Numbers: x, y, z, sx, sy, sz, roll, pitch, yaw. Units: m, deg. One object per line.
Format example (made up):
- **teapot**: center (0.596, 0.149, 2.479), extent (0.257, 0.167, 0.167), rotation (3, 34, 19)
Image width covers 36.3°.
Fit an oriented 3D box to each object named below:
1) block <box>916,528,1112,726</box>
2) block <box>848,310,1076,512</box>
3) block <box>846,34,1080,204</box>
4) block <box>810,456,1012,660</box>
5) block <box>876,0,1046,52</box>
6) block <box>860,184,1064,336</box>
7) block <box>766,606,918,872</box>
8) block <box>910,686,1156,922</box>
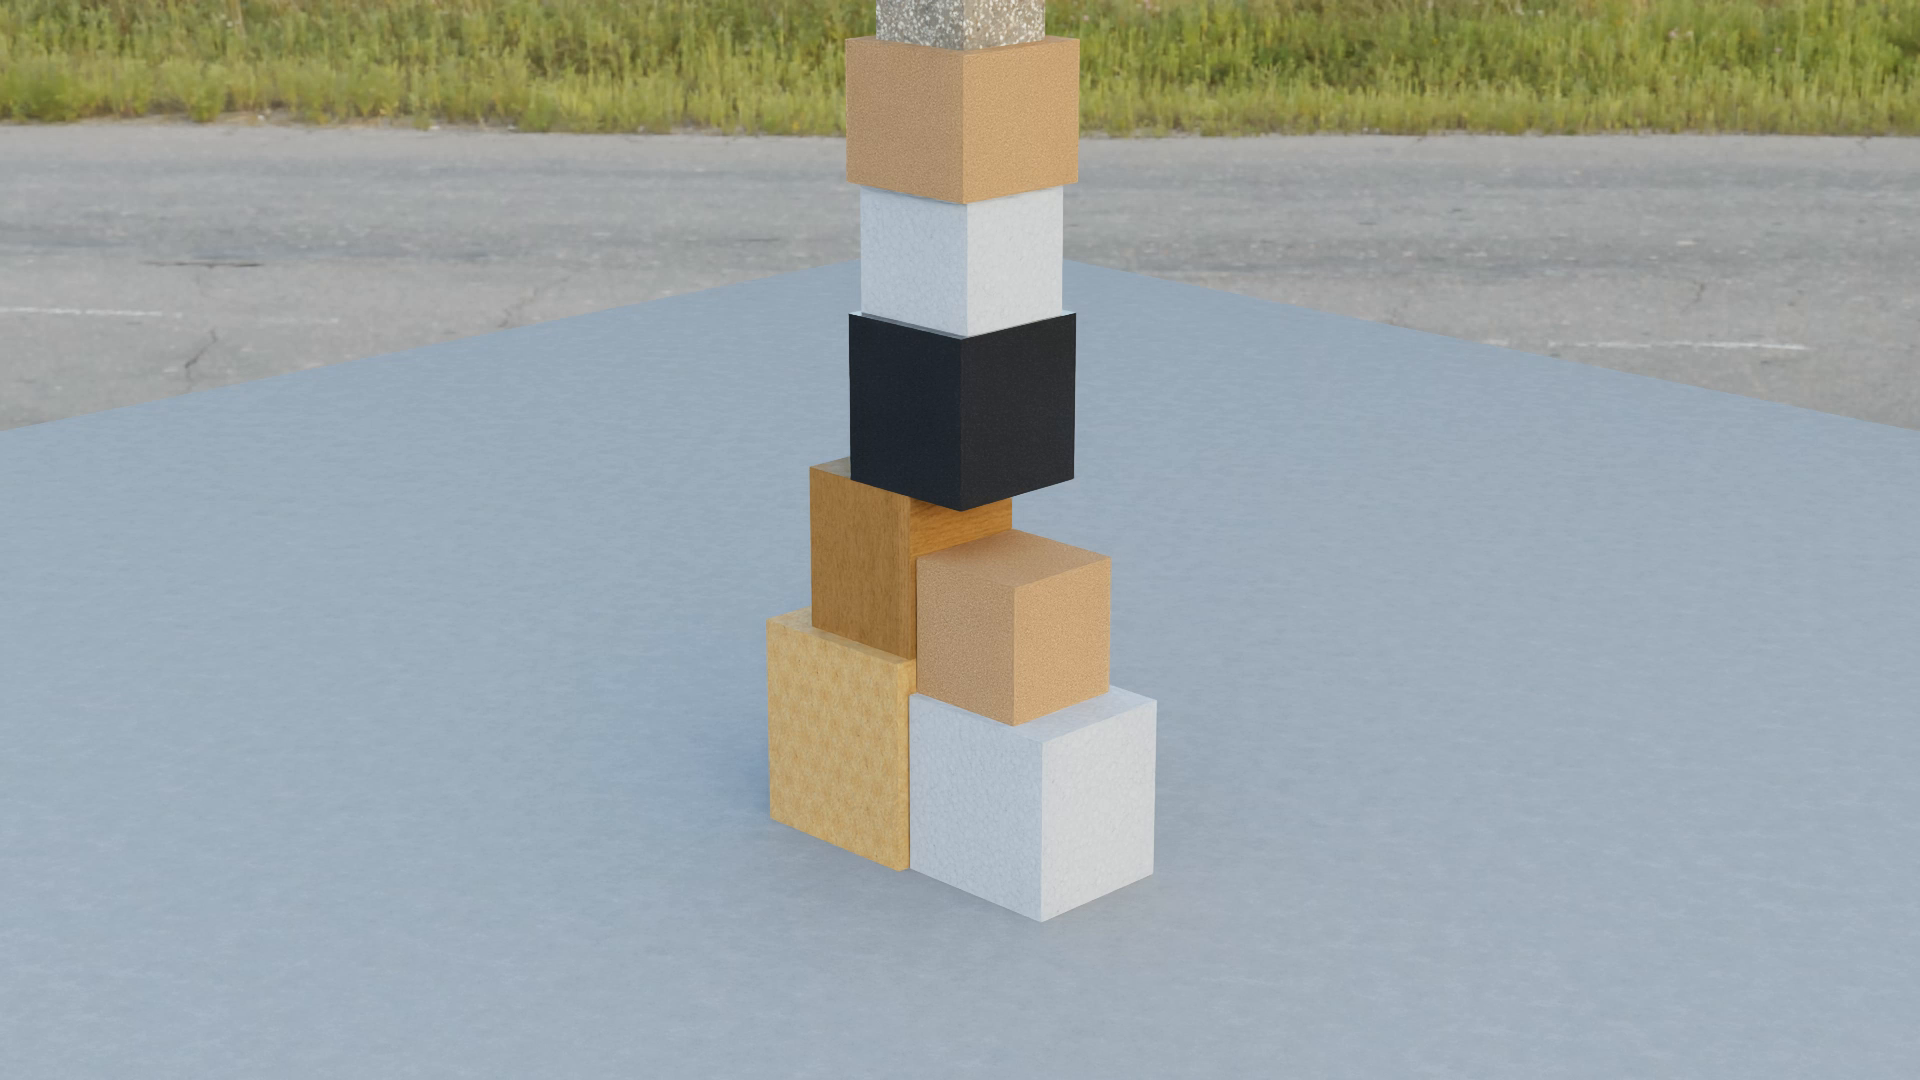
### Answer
- **block**: center (0.241, 0.384, 13.216), extent (0.623, 0.643, 0.610), rotation (-17, 24, -42)
- **block**: center (0.011, -0.642, 13.151), extent (0.726, 0.770, 0.706), rotation (-17, 24, -42)
- **block**: center (0.010, -1.867, 12.765), extent (0.713, 0.624, 0.721), rotation (-17, 24, -42)
- **block**: center (-0.226, 0.034, 13.575), extent (0.654, 0.774, 0.663), rotation (-17, 24, -42)
- **block**: center (0.002, -2.456, 12.572), extent (0.497, 0.614, 0.533), rotation (-17, 24, -42)
- **block**: center (0.006, -1.288, 12.943), extent (0.593, 0.588, 0.667), rotation (-17, 24, -42)
- **block**: center (-0.299, 0.860, 13.923), extent (0.841, 1.010, 0.890), rotation (-17, 24, -42)
- **block**: center (0.328, 1.118, 13.370), extent (0.747, 0.849, 0.833), rotation (-17, 24, -42)
